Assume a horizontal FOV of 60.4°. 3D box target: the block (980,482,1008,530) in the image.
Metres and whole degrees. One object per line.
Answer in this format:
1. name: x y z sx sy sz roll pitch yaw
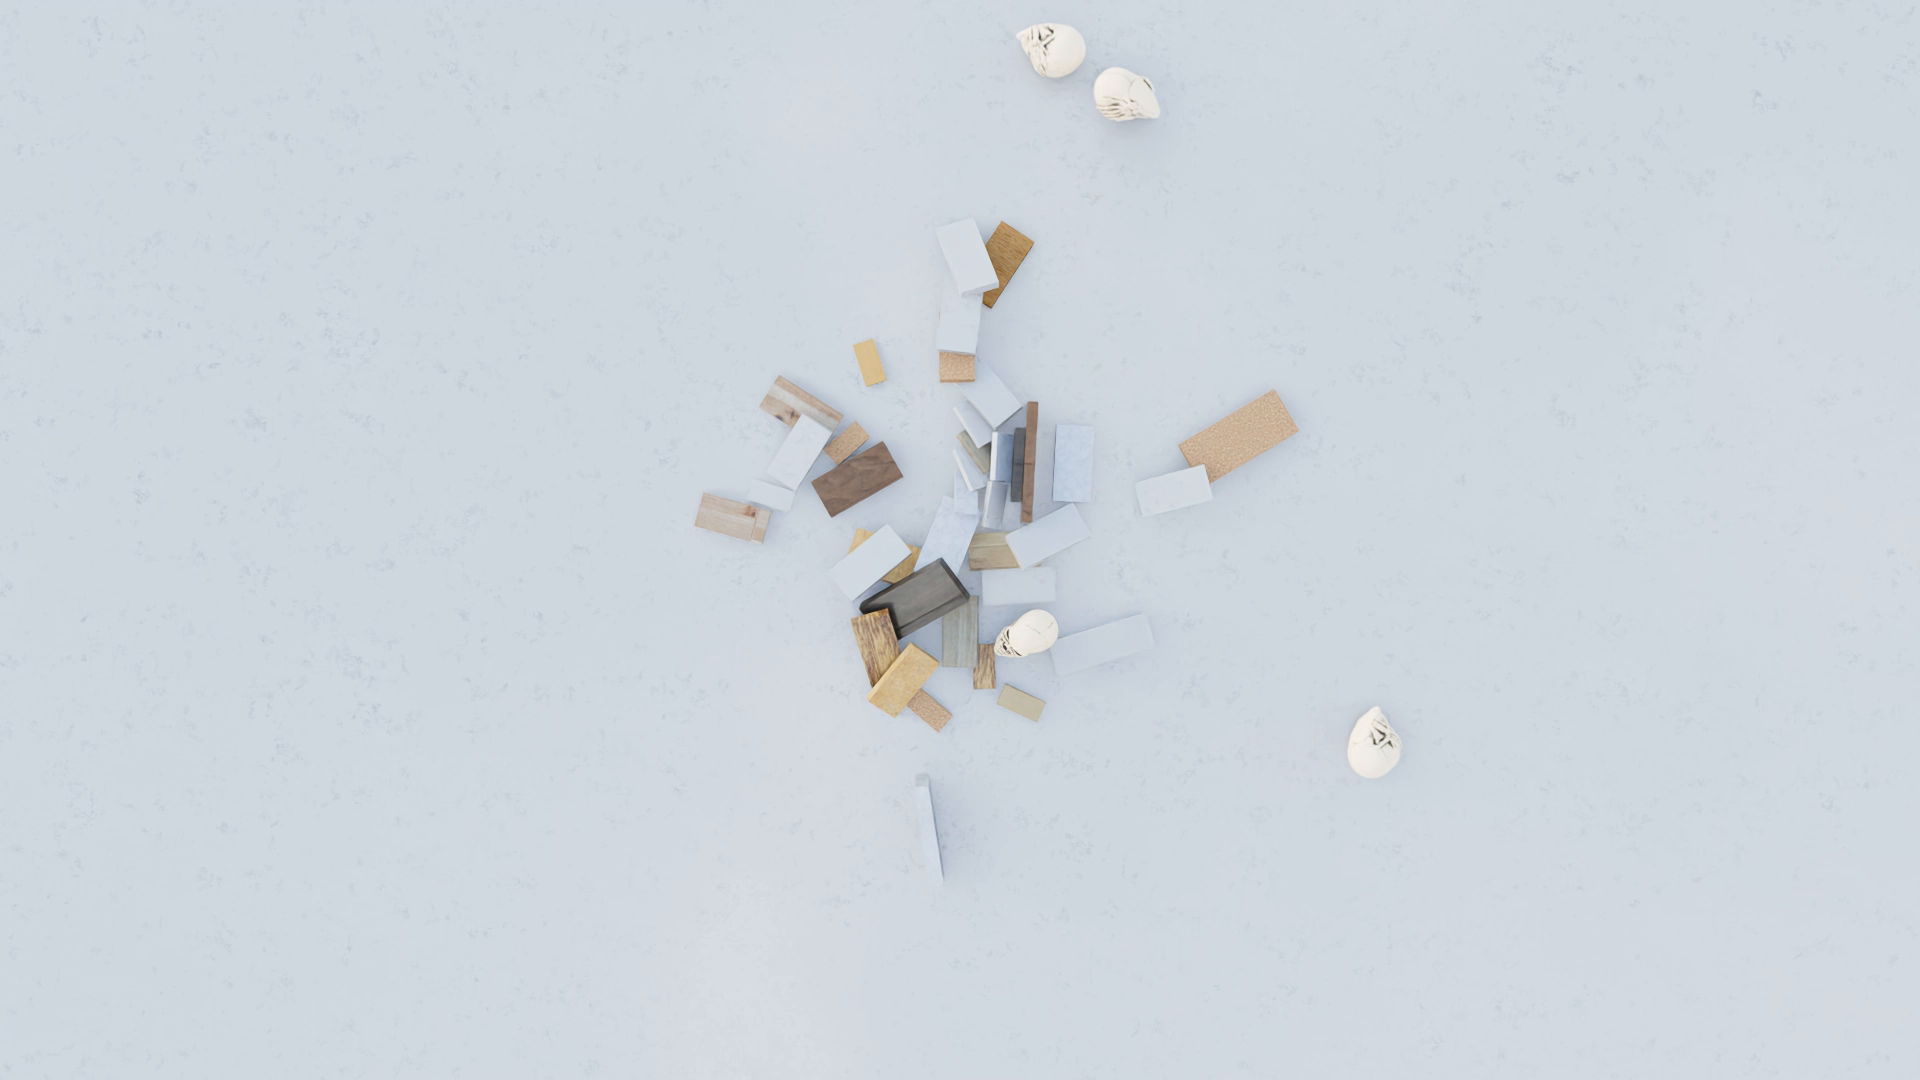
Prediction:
1. block: 0.114 -0.114 5.466 0.076 0.022 0.152 9 90 -44

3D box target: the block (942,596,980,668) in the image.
1. block: 0.002 0.303 5.470 0.119 0.034 0.239 0 90 13

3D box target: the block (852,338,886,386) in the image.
1. block: -0.300 -0.590 5.490 0.072 0.021 0.145 -18 90 0

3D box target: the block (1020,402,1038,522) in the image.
1. block: 0.228 -0.255 5.437 0.036 0.126 0.395 3 90 0

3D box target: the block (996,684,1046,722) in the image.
1. block: 0.204 0.542 5.489 0.149 0.021 0.075 25 90 0

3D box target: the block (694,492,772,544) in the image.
1. block: -0.754 -0.072 5.484 0.232 0.033 0.116 16 90 0

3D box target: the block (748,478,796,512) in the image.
1. block: -0.628 -0.148 5.490 0.145 0.021 0.072 18 90 0

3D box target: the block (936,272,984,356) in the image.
1. block: 0.003 -0.745 5.431 0.130 0.037 0.260 7 84 3

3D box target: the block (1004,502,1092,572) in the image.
1. block: 0.290 -0.010 5.443 0.254 0.036 0.127 -26 76 -11

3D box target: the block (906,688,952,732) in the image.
1. block: -0.105 0.564 5.489 0.149 0.021 0.075 41 90 0

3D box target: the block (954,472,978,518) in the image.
1. block: 0.019 -0.150 5.446 0.076 0.022 0.152 8 60 -12

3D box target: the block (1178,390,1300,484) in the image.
1. block: 0.924 -0.338 5.477 0.365 0.046 0.164 -30 90 0

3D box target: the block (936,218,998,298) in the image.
1. block: 0.024 -0.929 5.429 0.130 0.037 0.260 -17 69 -7

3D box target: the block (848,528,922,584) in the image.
1. block: -0.231 0.069 5.455 0.276 0.039 0.138 18 80 5

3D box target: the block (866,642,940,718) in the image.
1. block: -0.188 0.463 5.445 0.119 0.034 0.239 36 97 -27

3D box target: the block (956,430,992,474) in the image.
1. block: 0.065 -0.303 5.470 0.079 0.022 0.158 -36 90 -31

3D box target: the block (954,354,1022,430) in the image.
1. block: 0.086 -0.489 5.456 0.117 0.033 0.235 -39 79 -7

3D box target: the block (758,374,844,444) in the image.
1. block: -0.526 -0.428 5.482 0.253 0.036 0.126 32 90 0

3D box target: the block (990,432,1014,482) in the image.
1. block: 0.139 -0.273 5.461 0.079 0.022 0.158 6 87 -45

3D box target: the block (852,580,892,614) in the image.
1. block: -0.227 0.168 5.484 0.275 0.033 0.116 -9 90 0

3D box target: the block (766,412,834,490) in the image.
1. block: -0.530 -0.292 5.459 0.116 0.033 0.232 33 102 0

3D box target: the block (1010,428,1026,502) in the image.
1. block: 0.190 -0.247 5.441 0.033 0.117 0.242 3 90 0

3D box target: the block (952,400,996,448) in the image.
1. block: 0.052 -0.389 5.465 0.079 0.022 0.158 -30 84 -27

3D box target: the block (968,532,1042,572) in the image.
1. block: 0.146 0.035 5.466 0.238 0.034 0.119 -4 73 0

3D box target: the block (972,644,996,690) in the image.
1. block: 0.080 0.421 5.489 0.075 0.021 0.149 -2 90 0

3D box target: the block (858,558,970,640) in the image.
1. block: -0.149 0.203 5.398 0.328 0.046 0.164 -29 109 20

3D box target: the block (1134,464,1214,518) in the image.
1. block: 0.707 -0.163 5.456 0.238 0.034 0.119 -15 93 12

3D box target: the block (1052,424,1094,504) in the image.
1. block: 0.376 -0.253 5.482 0.126 0.036 0.253 3 90 0

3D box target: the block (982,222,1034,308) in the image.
1. block: 0.121 -0.915 5.482 0.130 0.037 0.260 33 90 0

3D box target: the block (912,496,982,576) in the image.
1. block: -0.041 0.006 5.428 0.138 0.039 0.276 23 76 -3

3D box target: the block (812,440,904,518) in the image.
1. block: -0.341 -0.201 5.480 0.276 0.039 0.138 -30 90 0

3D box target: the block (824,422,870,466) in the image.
1. block: -0.376 -0.322 5.490 0.145 0.021 0.072 -42 90 0

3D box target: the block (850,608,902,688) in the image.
1. block: -0.264 0.357 5.428 0.127 0.036 0.254 -16 116 0

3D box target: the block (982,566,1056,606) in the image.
1. block: 0.193 0.152 5.483 0.238 0.034 0.119 -3 90 0

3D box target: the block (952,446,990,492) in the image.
1. block: 0.038 -0.239 5.459 0.076 0.022 0.152 -18 80 -34

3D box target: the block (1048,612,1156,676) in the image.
1. block: 0.469 0.346 5.483 0.339 0.034 0.119 -17 90 0

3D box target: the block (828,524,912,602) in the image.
1. block: -0.295 0.076 5.418 0.254 0.036 0.127 -39 80 -6

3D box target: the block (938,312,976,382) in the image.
1. block: -0.010 -0.639 5.457 0.117 0.033 0.235 -1 78 1

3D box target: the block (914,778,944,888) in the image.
1. block: -0.100 0.959 5.418 0.046 0.164 0.328 -9 90 0
